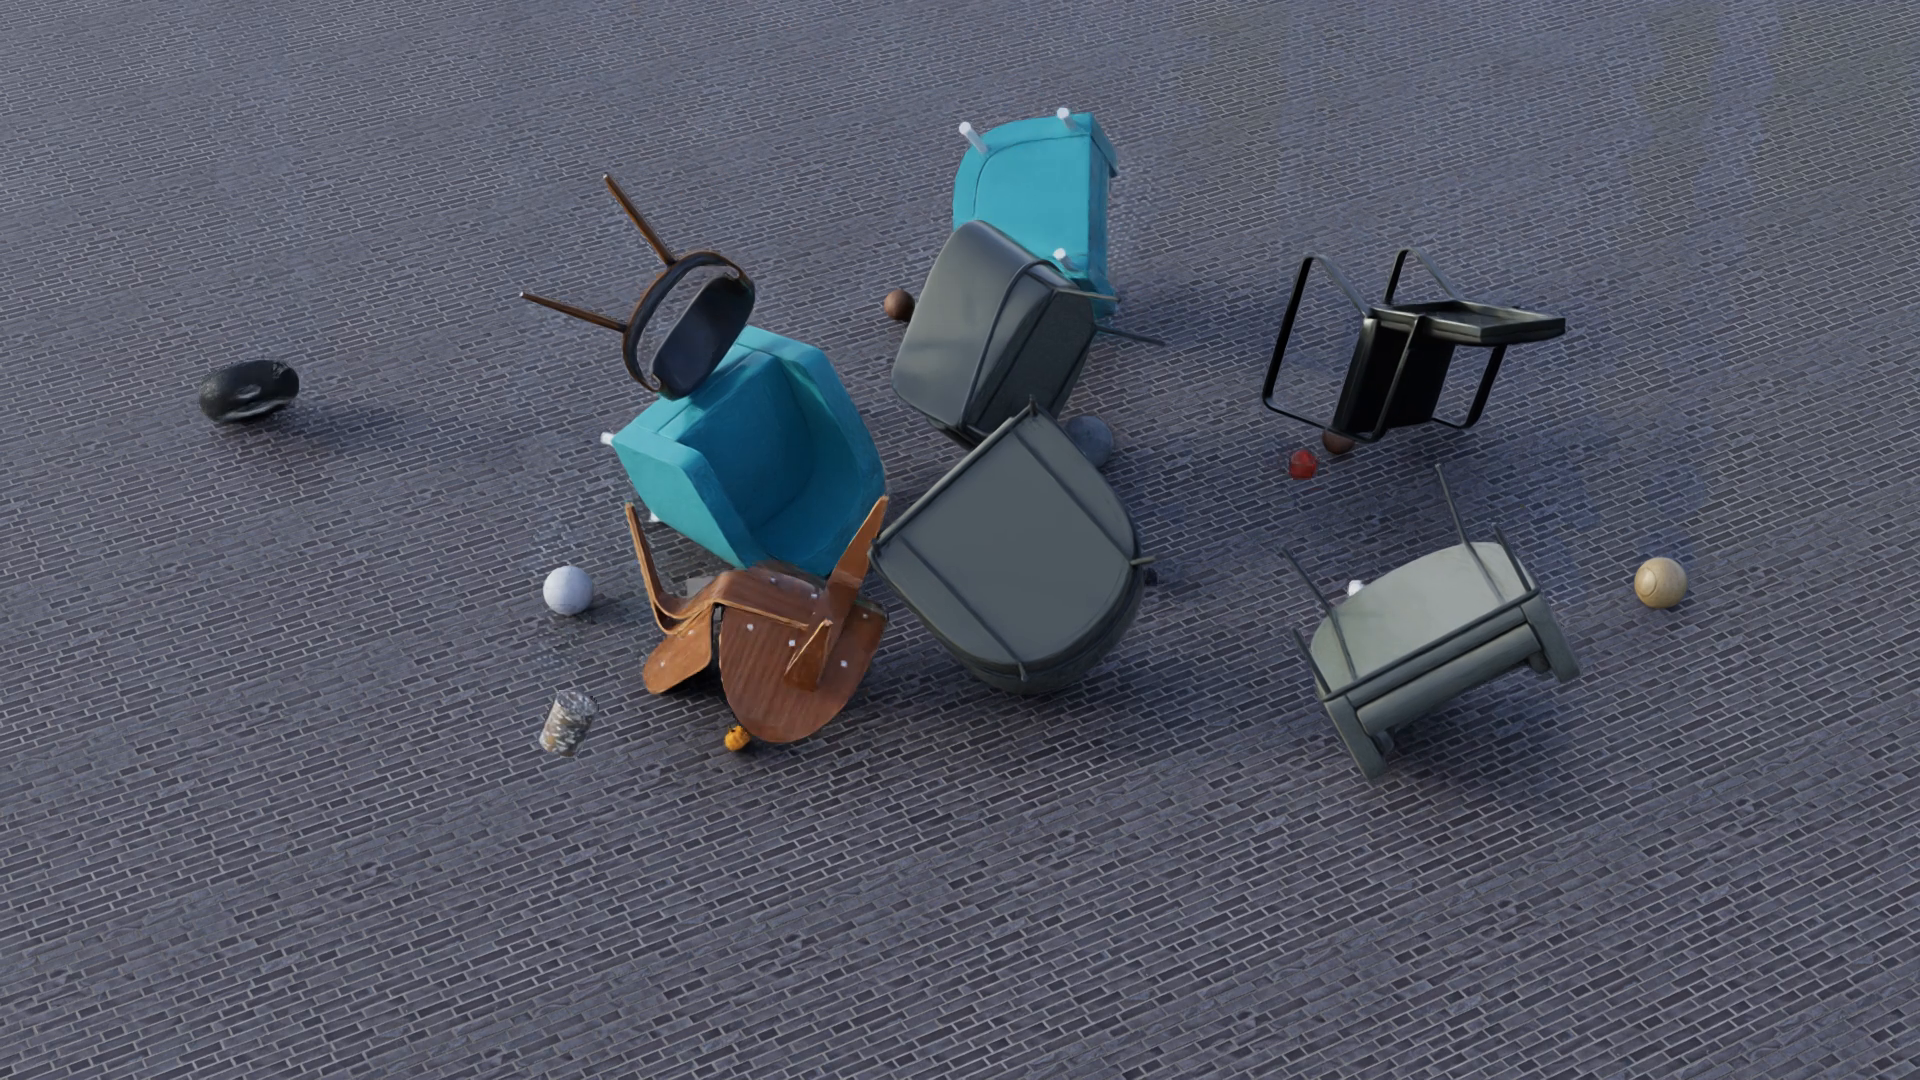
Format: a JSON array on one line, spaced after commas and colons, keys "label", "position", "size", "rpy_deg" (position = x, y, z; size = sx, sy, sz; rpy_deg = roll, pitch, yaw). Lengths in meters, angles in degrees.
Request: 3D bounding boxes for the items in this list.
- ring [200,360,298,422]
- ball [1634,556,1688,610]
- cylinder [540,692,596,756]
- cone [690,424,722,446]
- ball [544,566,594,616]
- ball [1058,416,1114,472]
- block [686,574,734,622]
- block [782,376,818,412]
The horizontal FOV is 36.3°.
[{"label": "ring", "position": [-2.800, -0.587, 11.545], "size": [0.402, 0.165, 0.387], "rpy_deg": [-22, -9, 24]}, {"label": "ball", "position": [2.520, 0.154, 10.540], "size": [0.188, 0.188, 0.188], "rpy_deg": [0, 33, 0]}, {"label": "cylinder", "position": [-1.248, 0.586, 9.337], "size": [0.134, 0.172, 0.113], "rpy_deg": [15, 31, -21]}, {"label": "cone", "position": [-1.020, -0.387, 11.480], "size": [0.095, 0.162, 0.094], "rpy_deg": [-30, 61, 25]}, {"label": "ball", "position": [-1.403, 0.182, 10.506], "size": [0.179, 0.179, 0.179], "rpy_deg": [0, 33, 0]}, {"label": "ball", "position": [0.485, -0.373, 11.316], "size": [0.213, 0.213, 0.213], "rpy_deg": [0, 33, 0]}, {"label": "block", "position": [-0.893, 0.208, 10.436], "size": [0.131, 0.154, 0.078], "rpy_deg": [-7, 1, 26]}, {"label": "block", "position": [-0.640, -0.585, 11.696], "size": [0.079, 0.064, 0.115], "rpy_deg": [-33, 78, -26]}]
